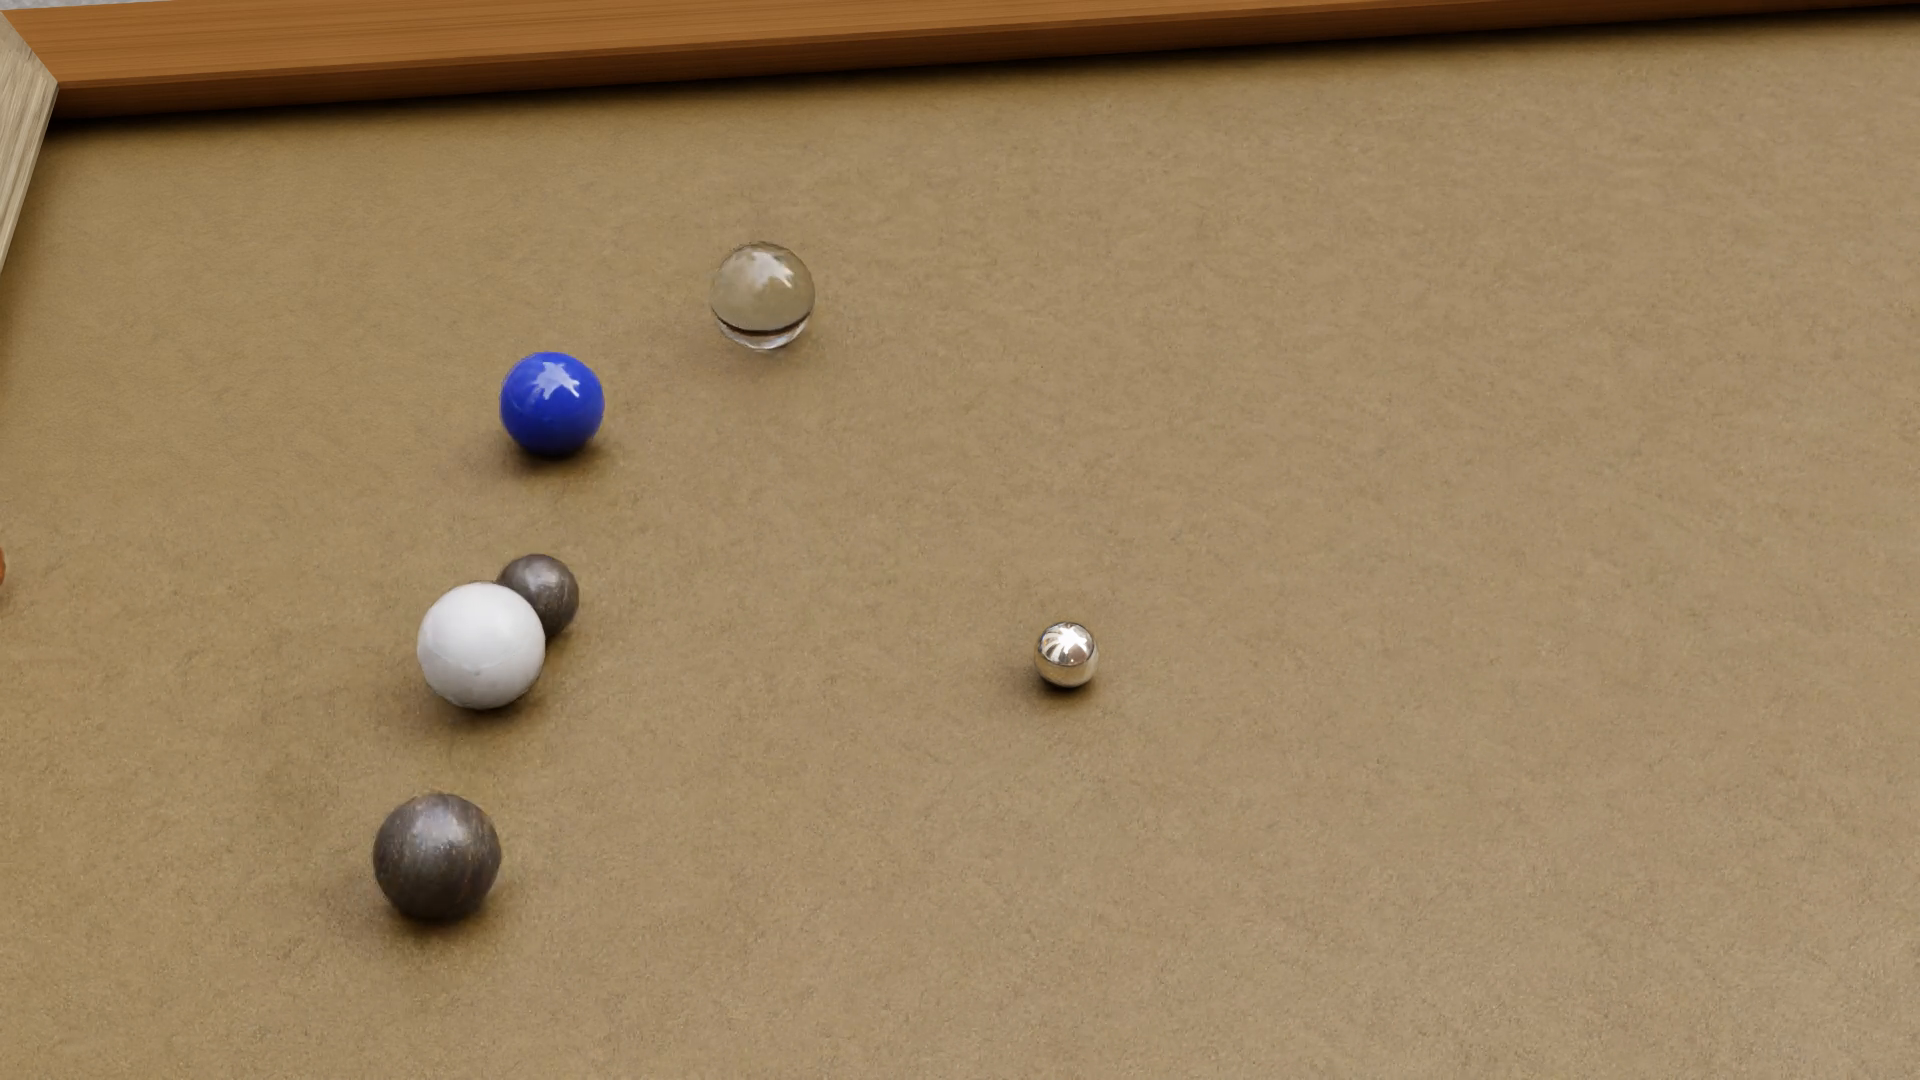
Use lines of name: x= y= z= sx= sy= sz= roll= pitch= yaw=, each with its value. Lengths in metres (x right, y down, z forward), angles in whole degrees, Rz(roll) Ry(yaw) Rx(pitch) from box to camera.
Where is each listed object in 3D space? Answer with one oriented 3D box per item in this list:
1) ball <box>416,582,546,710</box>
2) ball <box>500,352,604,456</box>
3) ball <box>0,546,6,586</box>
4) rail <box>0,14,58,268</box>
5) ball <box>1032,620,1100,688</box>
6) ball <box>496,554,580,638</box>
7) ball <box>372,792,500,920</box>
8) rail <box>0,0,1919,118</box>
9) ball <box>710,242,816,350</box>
ball: x=-0.292 y=0.065 z=1.564 sx=0.078 sy=0.078 sz=0.078 roll=0 pitch=36 yaw=0
ball: x=-0.284 y=-0.095 z=1.789 sx=0.072 sy=0.072 sz=0.072 roll=0 pitch=36 yaw=0
ball: x=-0.643 y=0.017 z=1.647 sx=0.058 sy=0.058 sz=0.058 roll=0 pitch=36 yaw=0
rail: x=-0.678 y=0.042 z=1.574 sx=0.045 sy=0.102 sz=1.550 roll=-5 pitch=36 yaw=-7
ball: x=0.066 y=0.071 z=1.586 sx=0.042 sy=0.042 sz=0.042 roll=0 pitch=36 yaw=0
ball: x=-0.268 y=0.036 z=1.625 sx=0.054 sy=0.054 sz=0.054 roll=0 pitch=36 yaw=0
ball: x=-0.289 y=0.175 z=1.419 sx=0.069 sy=0.069 sz=0.069 roll=0 pitch=36 yaw=0
rail: x=0.594 y=-0.510 z=2.338 sx=2.833 sy=0.102 sz=0.045 roll=-5 pitch=36 yaw=-7
ball: x=-0.146 y=-0.181 z=1.904 sx=0.078 sy=0.078 sz=0.078 roll=0 pitch=36 yaw=0
